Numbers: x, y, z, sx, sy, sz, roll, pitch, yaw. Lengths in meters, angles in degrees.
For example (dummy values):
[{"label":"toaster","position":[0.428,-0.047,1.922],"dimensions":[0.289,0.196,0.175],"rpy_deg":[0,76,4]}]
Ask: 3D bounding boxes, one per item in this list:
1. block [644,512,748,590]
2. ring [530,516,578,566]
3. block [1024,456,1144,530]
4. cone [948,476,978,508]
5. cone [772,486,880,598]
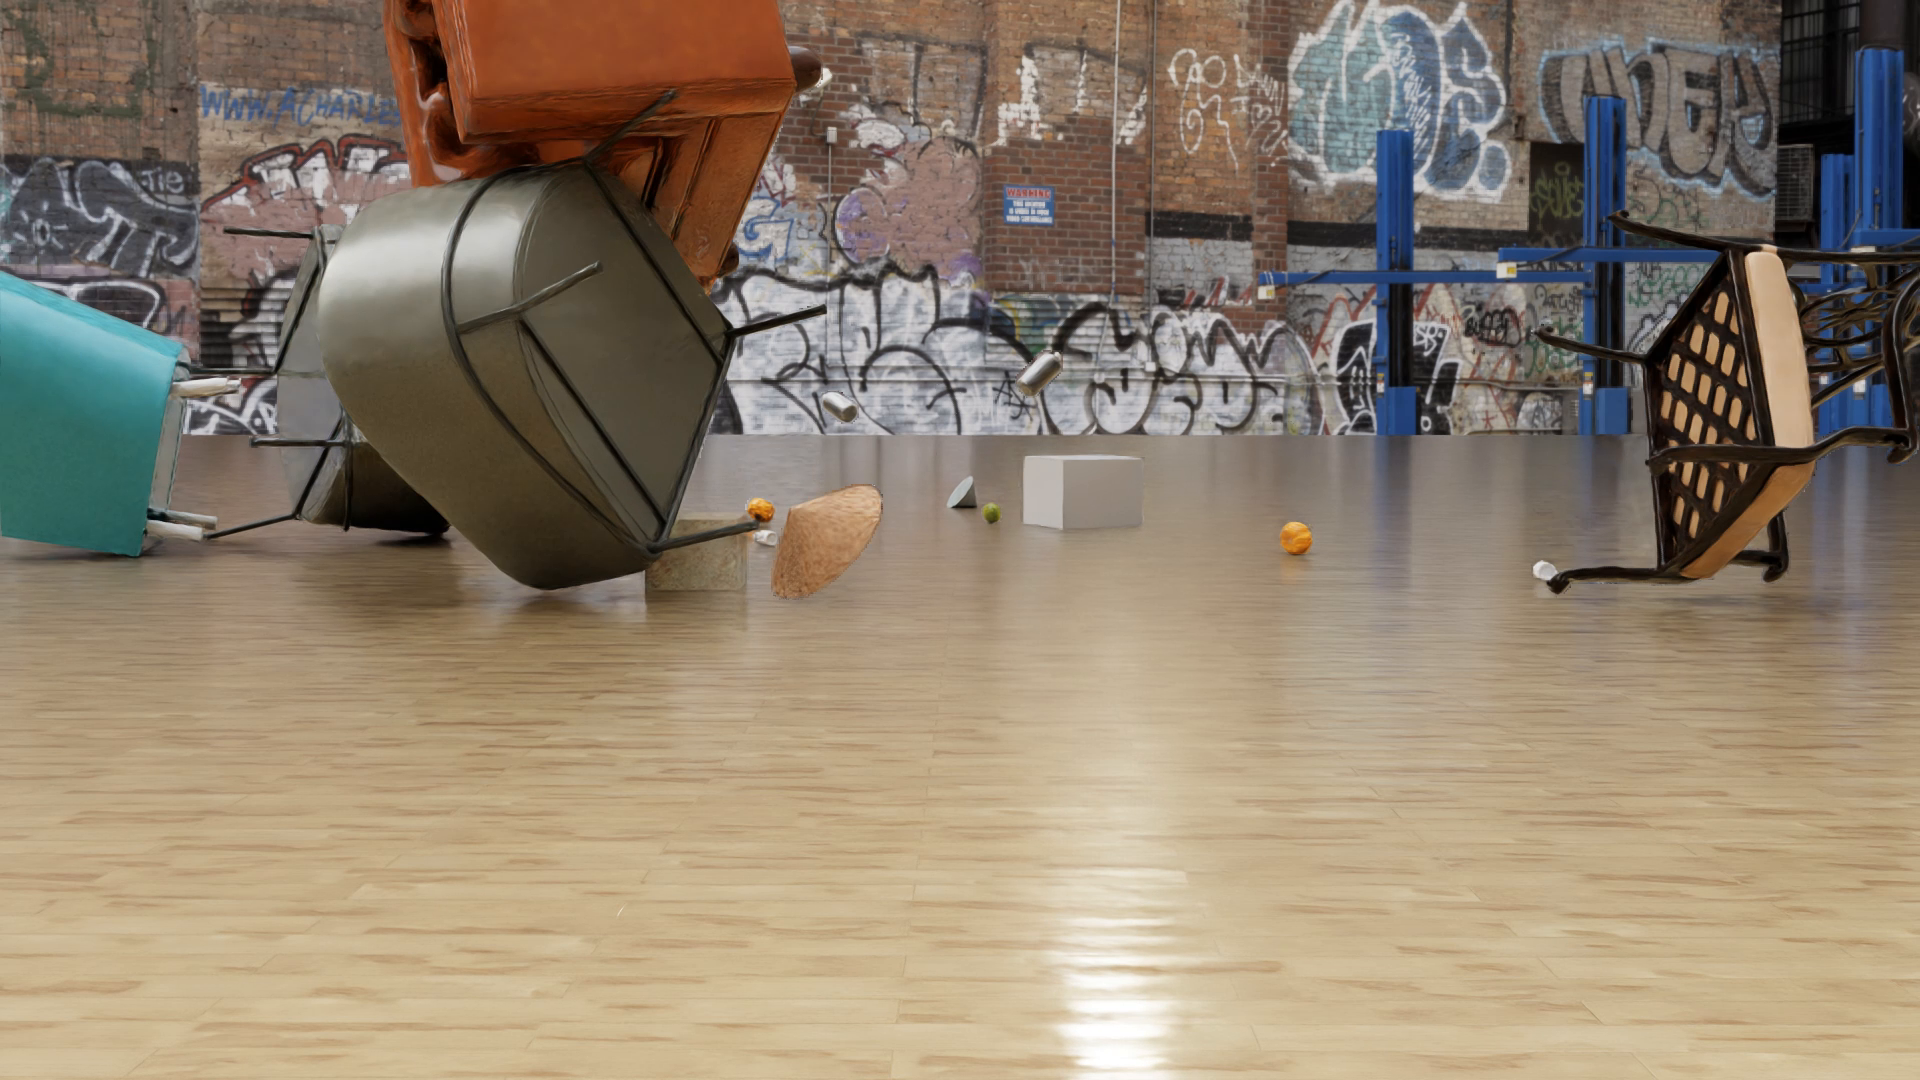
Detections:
[{"label":"block","position":[-0.599,0.024,5.015],"dimensions":[0.206,0.159,0.238],"rpy_deg":[0,5,0]},{"label":"ring","position":[-1.032,0.004,5.589],"dimensions":[0.039,0.128,0.148],"rpy_deg":[-18,3,40]},{"label":"block","position":[0.404,-0.160,7.216],"dimensions":[0.303,0.223,0.255],"rpy_deg":[-2,5,-28]},{"label":"cone","position":[0.034,-0.153,8.358],"dimensions":[0.090,0.143,0.179],"rpy_deg":[40,17,-15]},{"label":"cone","position":[-0.316,-0.032,4.571],"dimensions":[0.126,0.302,0.230],"rpy_deg":[45,-3,-37]}]
